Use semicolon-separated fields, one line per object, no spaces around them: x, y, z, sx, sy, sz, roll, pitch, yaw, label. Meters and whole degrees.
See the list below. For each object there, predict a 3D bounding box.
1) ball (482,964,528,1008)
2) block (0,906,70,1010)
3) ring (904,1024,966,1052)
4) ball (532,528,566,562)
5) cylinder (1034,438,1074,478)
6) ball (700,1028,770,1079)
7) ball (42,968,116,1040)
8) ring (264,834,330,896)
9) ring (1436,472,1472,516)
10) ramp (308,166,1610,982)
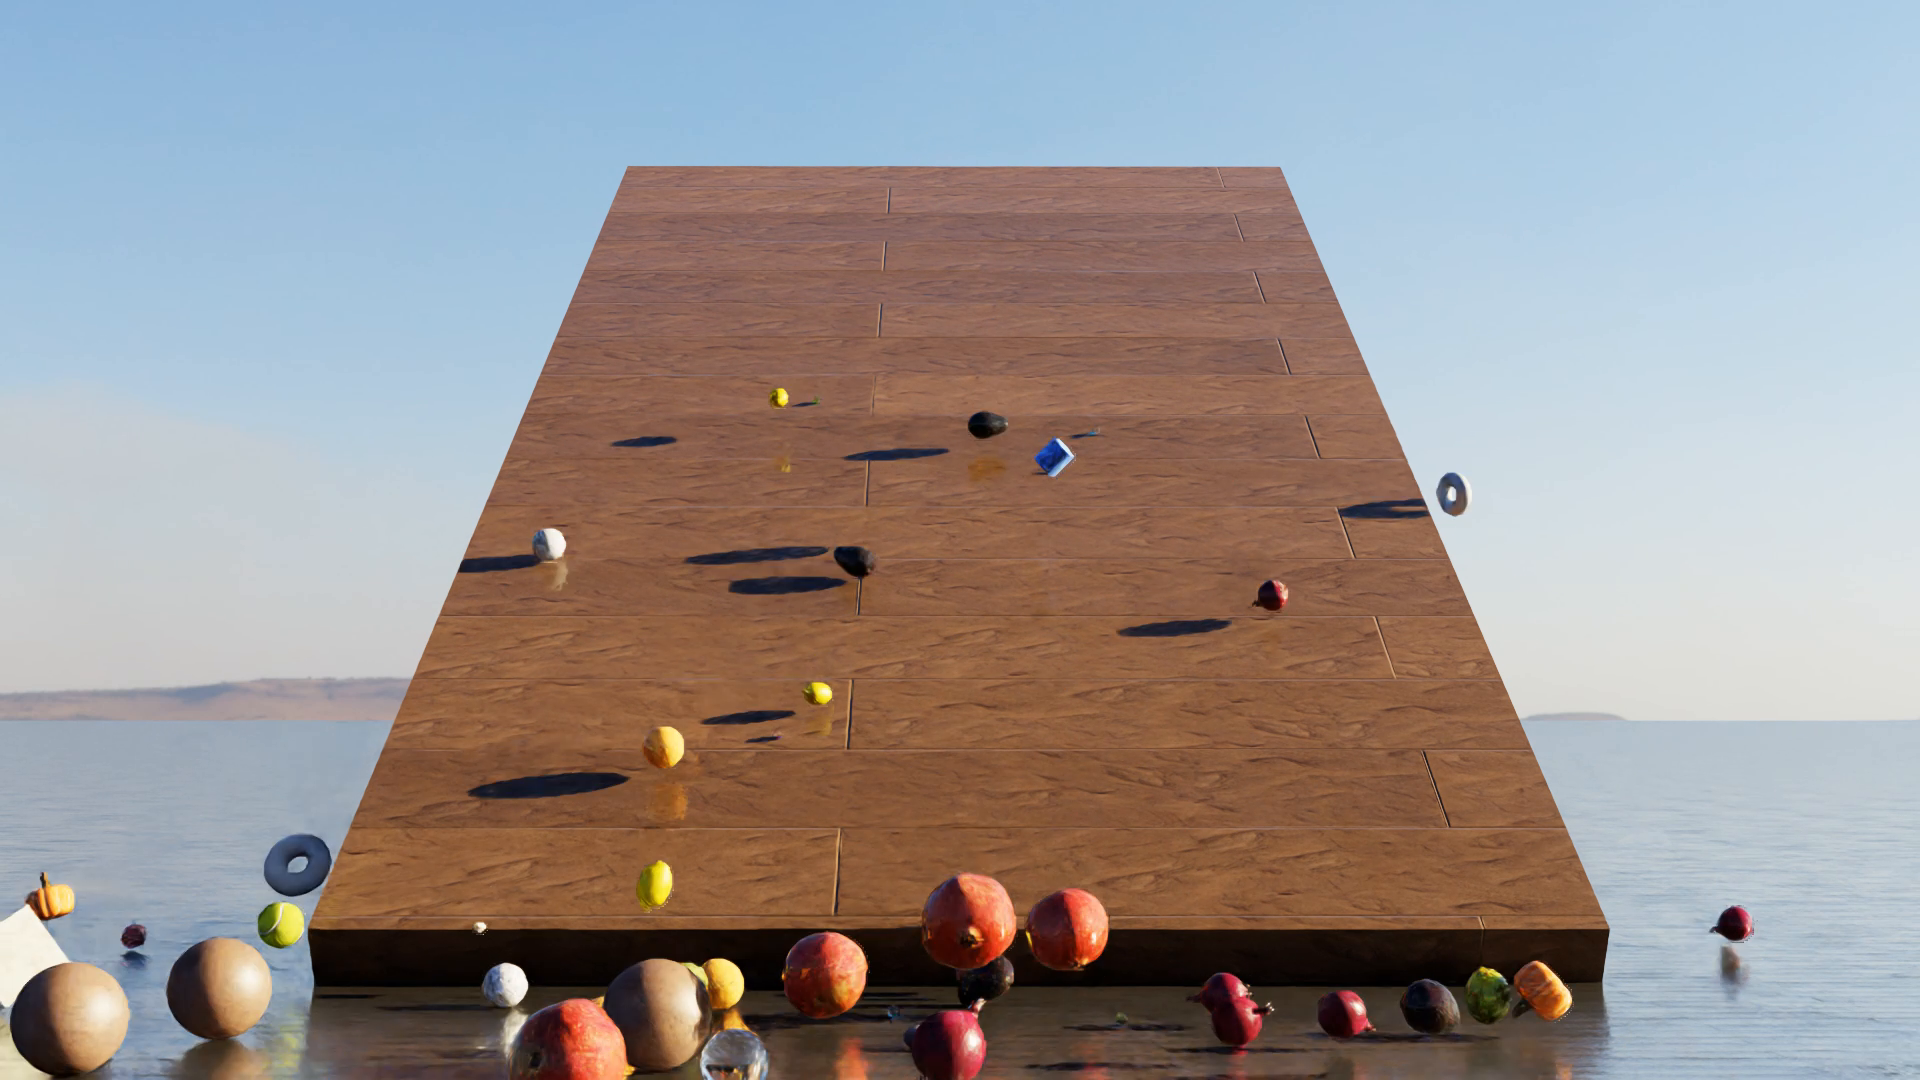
-0.646;0.633;3.344;0.063;0.063;0.063;0;-4;0;ball
-1.305;0.577;3.241;0.099;0.099;0.099;-37;6;-32;block
-0.031;0.621;2.934;0.078;0.026;0.078;2;-1;0;ring
-0.830;0.009;4.746;0.067;0.067;0.067;0;-4;0;ball
0.193;-0.169;4.807;0.059;0.059;0.059;-43;-15;11;cylinder
-0.244;0.569;2.558;0.075;0.075;0.075;0;-4;0;ball
-1.130;0.595;3.017;0.090;0.090;0.090;0;-4;0;ball
-1.104;0.541;3.923;0.112;0.112;0.037;0;-36;5;ring
1.048;-0.098;4.993;0.031;0.094;0.094;-7;0;-29;ring
-0.010;-0.229;5.434;2.000;0.100;4.000;0;26;0;ramp
